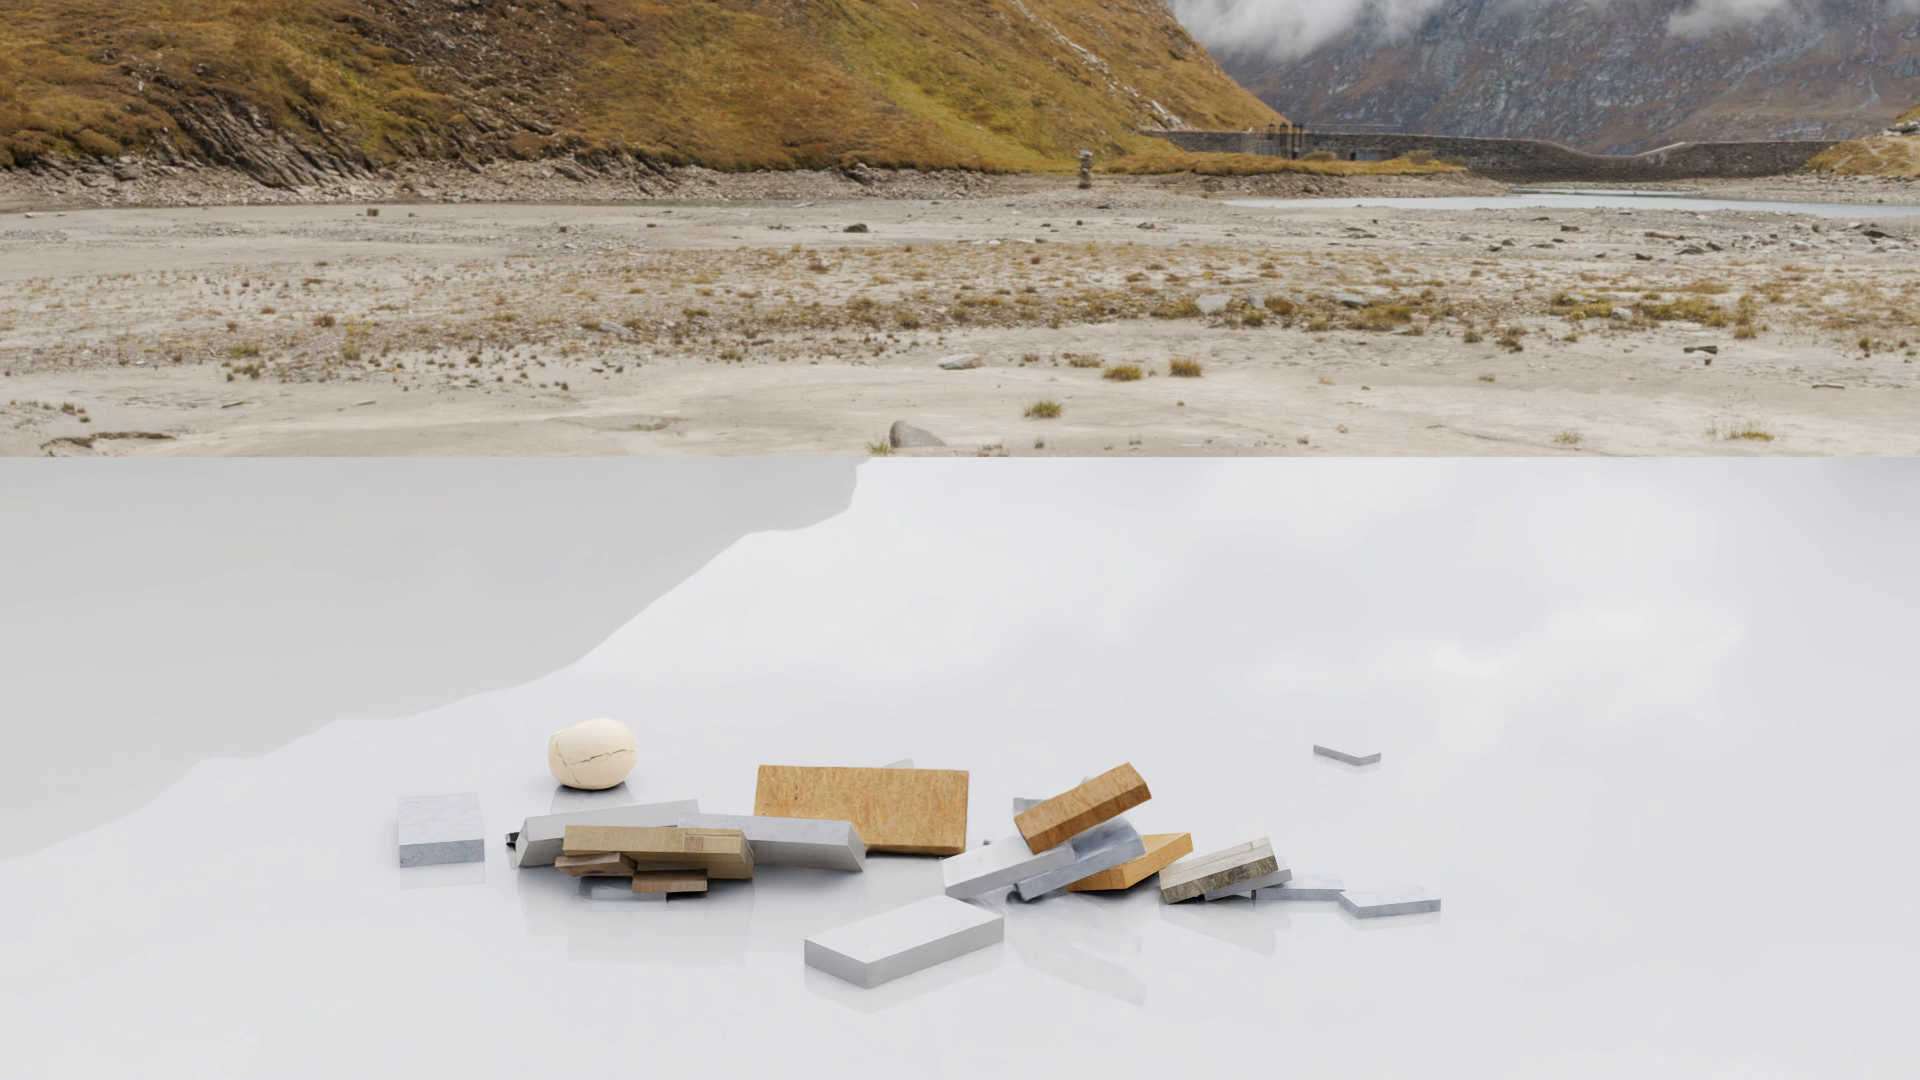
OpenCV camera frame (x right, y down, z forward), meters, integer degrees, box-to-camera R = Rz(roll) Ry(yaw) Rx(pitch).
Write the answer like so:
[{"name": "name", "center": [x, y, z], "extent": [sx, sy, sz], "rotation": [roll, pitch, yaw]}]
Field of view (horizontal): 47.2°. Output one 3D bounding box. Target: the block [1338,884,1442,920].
[{"name": "block", "center": [0.704, 0.592, 3.601], "extent": [0.147, 0.021, 0.073], "rotation": [-3, 11, -15]}]

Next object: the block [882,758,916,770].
[{"name": "block", "center": [-0.134, 0.464, 4.120], "extent": [0.117, 0.033, 0.233], "rotation": [-18, 7, -3]}]

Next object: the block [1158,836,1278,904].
[{"name": "block", "center": [0.428, 0.548, 3.651], "extent": [0.193, 0.027, 0.096], "rotation": [-18, 10, 6]}]

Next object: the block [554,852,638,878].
[{"name": "block", "center": [-0.606, 0.541, 3.667], "extent": [0.121, 0.017, 0.061], "rotation": [-8, -27, 20]}]

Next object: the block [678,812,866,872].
[{"name": "block", "center": [-0.319, 0.514, 3.746], "extent": [0.295, 0.042, 0.148], "rotation": [2, -25, 10]}]

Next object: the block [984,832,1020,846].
[{"name": "block", "center": [0.132, 0.549, 3.813], "extent": [0.096, 0.027, 0.193], "rotation": [-6, 12, -29]}]

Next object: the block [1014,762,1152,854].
[{"name": "block", "center": [0.203, 0.447, 3.668], "extent": [0.218, 0.031, 0.109], "rotation": [-25, 16, -4]}]

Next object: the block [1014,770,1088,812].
[{"name": "block", "center": [0.174, 0.480, 4.187], "extent": [0.096, 0.027, 0.193], "rotation": [3, 11, 17]}]

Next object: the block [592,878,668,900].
[{"name": "block", "center": [-0.548, 0.582, 3.667], "extent": [0.121, 0.017, 0.061], "rotation": [0, 11, 0]}]

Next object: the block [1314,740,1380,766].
[{"name": "block", "center": [0.786, 0.432, 4.470], "extent": [0.063, 0.018, 0.126], "rotation": [-8, 13, -37]}]

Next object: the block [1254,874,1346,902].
[{"name": "block", "center": [0.564, 0.579, 3.669], "extent": [0.147, 0.021, 0.073], "rotation": [0, 11, 2]}]

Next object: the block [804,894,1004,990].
[{"name": "block", "center": [-0.084, 0.619, 3.403], "extent": [0.287, 0.041, 0.144], "rotation": [-10, 14, -43]}]

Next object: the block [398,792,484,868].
[{"name": "block", "center": [-0.933, 0.517, 3.948], "extent": [0.144, 0.041, 0.287], "rotation": [-3, 11, -14]}]

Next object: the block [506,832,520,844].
[{"name": "block", "center": [-0.750, 0.526, 3.922], "extent": [0.113, 0.016, 0.057], "rotation": [-4, -9, -20]}]

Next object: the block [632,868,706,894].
[{"name": "block", "center": [-0.482, 0.566, 3.655], "extent": [0.121, 0.017, 0.061], "rotation": [-1, 11, -6]}]

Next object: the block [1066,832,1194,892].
[{"name": "block", "center": [0.289, 0.546, 3.741], "extent": [0.117, 0.033, 0.233], "rotation": [-9, 3, 35]}]

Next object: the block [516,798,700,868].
[{"name": "block", "center": [-0.608, 0.506, 3.797], "extent": [0.295, 0.042, 0.148], "rotation": [-4, -24, -21]}]

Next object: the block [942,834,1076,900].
[{"name": "block", "center": [0.080, 0.535, 3.662], "extent": [0.218, 0.031, 0.109], "rotation": [-18, 16, 3]}]

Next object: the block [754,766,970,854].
[{"name": "block", "center": [-0.175, 0.478, 3.895], "extent": [0.375, 0.144, 0.041], "rotation": [1, -29, 6]}]

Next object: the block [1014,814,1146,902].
[{"name": "block", "center": [0.190, 0.530, 3.671], "extent": [0.218, 0.031, 0.109], "rotation": [-20, 16, -6]}]

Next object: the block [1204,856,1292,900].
[{"name": "block", "center": [0.474, 0.563, 3.664], "extent": [0.147, 0.021, 0.073], "rotation": [-14, 10, 0]}]

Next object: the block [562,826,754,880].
[{"name": "block", "center": [-0.503, 0.525, 3.692], "extent": [0.295, 0.042, 0.148], "rotation": [1, -25, 4]}]
